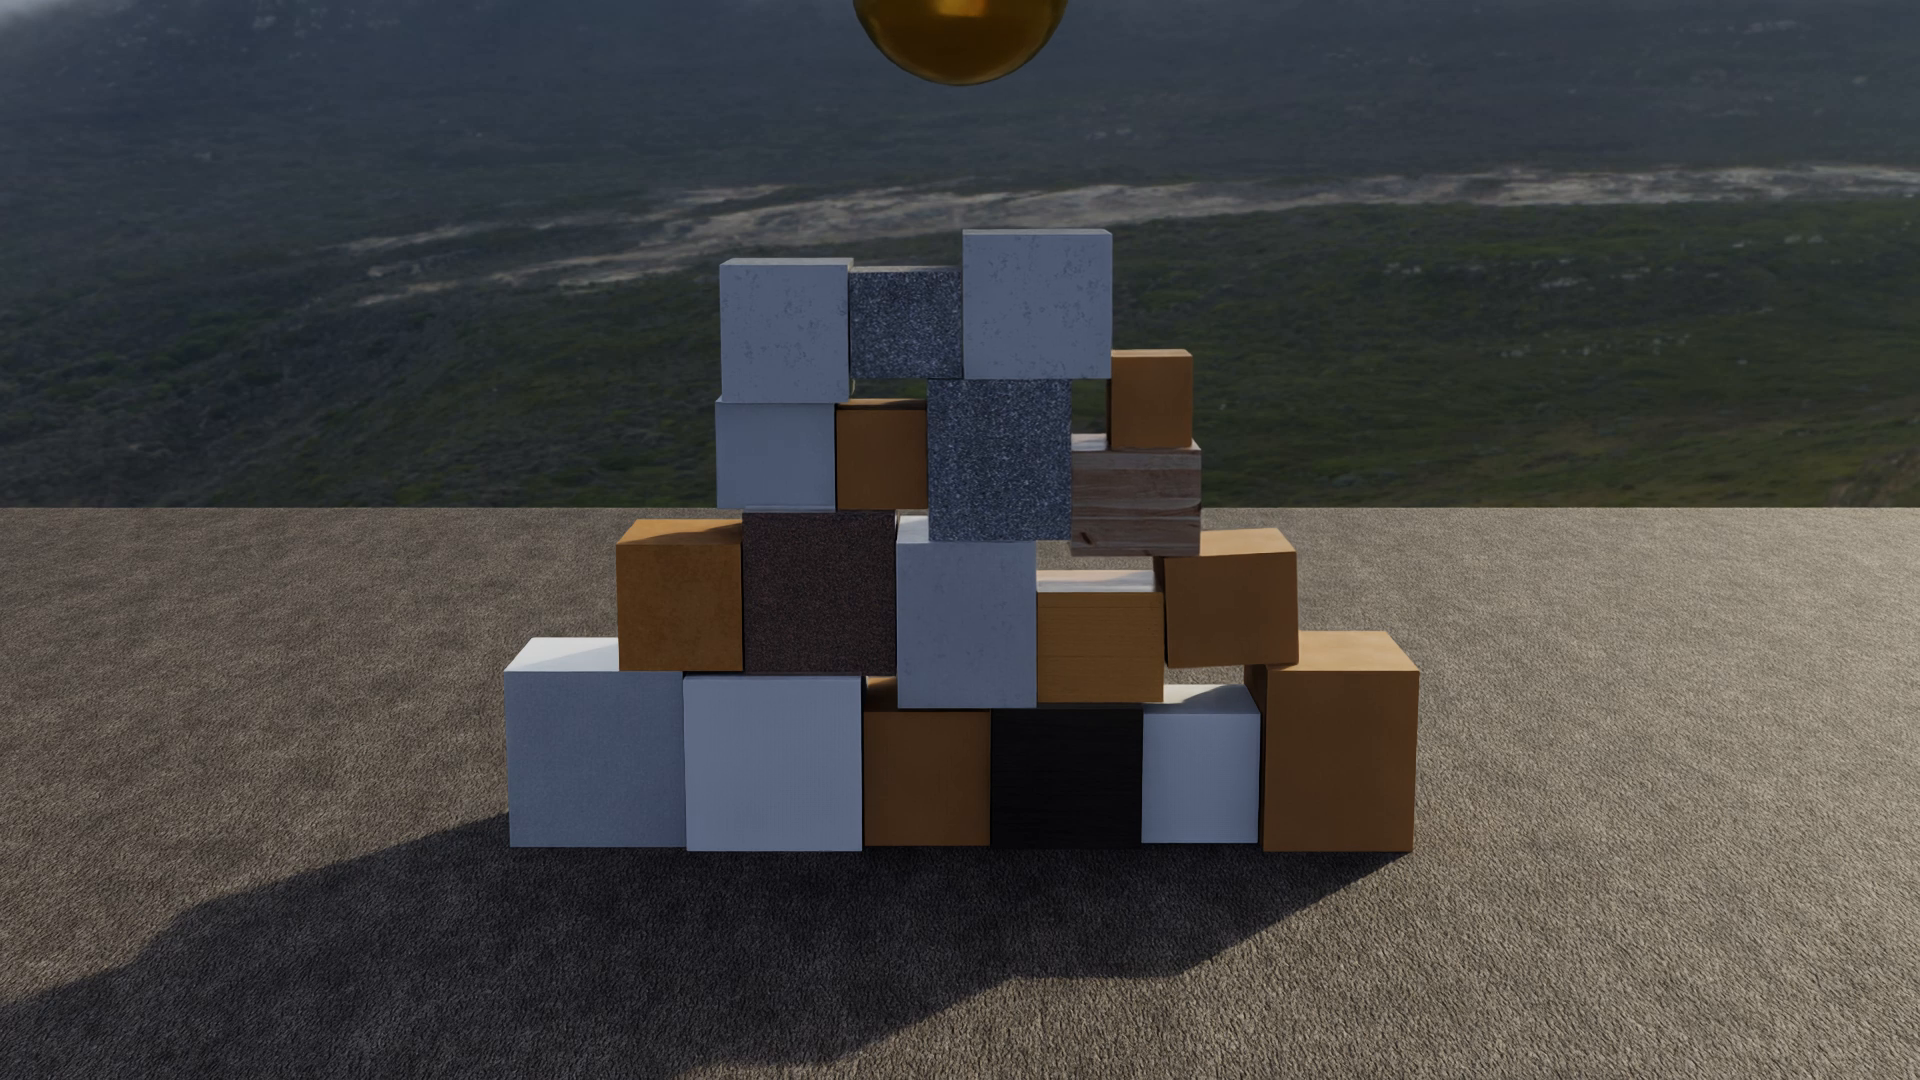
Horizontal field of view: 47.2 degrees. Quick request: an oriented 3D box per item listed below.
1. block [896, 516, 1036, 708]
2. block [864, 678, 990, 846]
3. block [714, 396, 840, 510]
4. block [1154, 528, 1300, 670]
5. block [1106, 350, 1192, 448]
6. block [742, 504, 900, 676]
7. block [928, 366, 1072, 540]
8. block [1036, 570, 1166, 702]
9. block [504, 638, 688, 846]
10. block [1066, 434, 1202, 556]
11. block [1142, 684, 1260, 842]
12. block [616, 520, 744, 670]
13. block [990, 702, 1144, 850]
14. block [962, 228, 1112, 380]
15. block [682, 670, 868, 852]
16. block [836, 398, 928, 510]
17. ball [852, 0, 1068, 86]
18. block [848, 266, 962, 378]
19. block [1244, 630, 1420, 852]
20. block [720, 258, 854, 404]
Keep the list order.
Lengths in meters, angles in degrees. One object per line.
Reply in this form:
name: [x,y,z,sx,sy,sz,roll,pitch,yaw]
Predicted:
block: [0.032,0.353,11.244,0.689,0.832,0.810,0,10,0]
block: [-0.165,1.136,11.378,0.631,0.695,0.712,0,10,0]
block: [-0.910,-0.462,11.099,0.585,0.535,0.520,0,10,0]
block: [1.350,0.289,11.250,0.653,0.563,0.676,-3,10,1]
block: [0.948,-0.716,11.054,0.401,0.448,0.383,-1,10,0]
block: [-0.694,0.208,11.210,0.749,0.822,0.707,0,10,0]
block: [0.194,-0.450,11.104,0.704,0.796,0.680,0,10,0]
block: [0.700,0.487,11.253,0.639,0.564,0.566,0,10,0]
block: [-1.820,1.031,11.355,0.887,0.909,0.751,0,10,0]
block: [0.867,-0.236,11.151,0.638,0.529,0.638,-1,10,0]
block: [1.212,1.148,11.369,0.588,0.673,0.604,0,10,0]
block: [-1.385,0.271,11.217,0.613,0.637,0.736,0,10,0]
block: [0.535,1.122,11.367,0.748,0.726,0.821,0,10,0]
block: [0.376,-1.186,10.965,0.719,0.698,0.653,0,10,0]
block: [-0.929,1.042,11.377,0.876,0.879,0.917,0,10,0]
block: [-0.383,-0.439,11.095,0.448,0.493,0.489,0,10,0]
ball: [0.000,-4.040,15.634,1.600,1.600,1.600,0,10,0]
block: [-0.267,-1.094,10.989,0.553,0.517,0.523,0,10,0]
block: [1.890,1.021,11.351,0.747,0.930,0.887,0,10,0]
block: [-0.853,-1.057,11.000,0.619,0.671,0.646,0,10,0]
